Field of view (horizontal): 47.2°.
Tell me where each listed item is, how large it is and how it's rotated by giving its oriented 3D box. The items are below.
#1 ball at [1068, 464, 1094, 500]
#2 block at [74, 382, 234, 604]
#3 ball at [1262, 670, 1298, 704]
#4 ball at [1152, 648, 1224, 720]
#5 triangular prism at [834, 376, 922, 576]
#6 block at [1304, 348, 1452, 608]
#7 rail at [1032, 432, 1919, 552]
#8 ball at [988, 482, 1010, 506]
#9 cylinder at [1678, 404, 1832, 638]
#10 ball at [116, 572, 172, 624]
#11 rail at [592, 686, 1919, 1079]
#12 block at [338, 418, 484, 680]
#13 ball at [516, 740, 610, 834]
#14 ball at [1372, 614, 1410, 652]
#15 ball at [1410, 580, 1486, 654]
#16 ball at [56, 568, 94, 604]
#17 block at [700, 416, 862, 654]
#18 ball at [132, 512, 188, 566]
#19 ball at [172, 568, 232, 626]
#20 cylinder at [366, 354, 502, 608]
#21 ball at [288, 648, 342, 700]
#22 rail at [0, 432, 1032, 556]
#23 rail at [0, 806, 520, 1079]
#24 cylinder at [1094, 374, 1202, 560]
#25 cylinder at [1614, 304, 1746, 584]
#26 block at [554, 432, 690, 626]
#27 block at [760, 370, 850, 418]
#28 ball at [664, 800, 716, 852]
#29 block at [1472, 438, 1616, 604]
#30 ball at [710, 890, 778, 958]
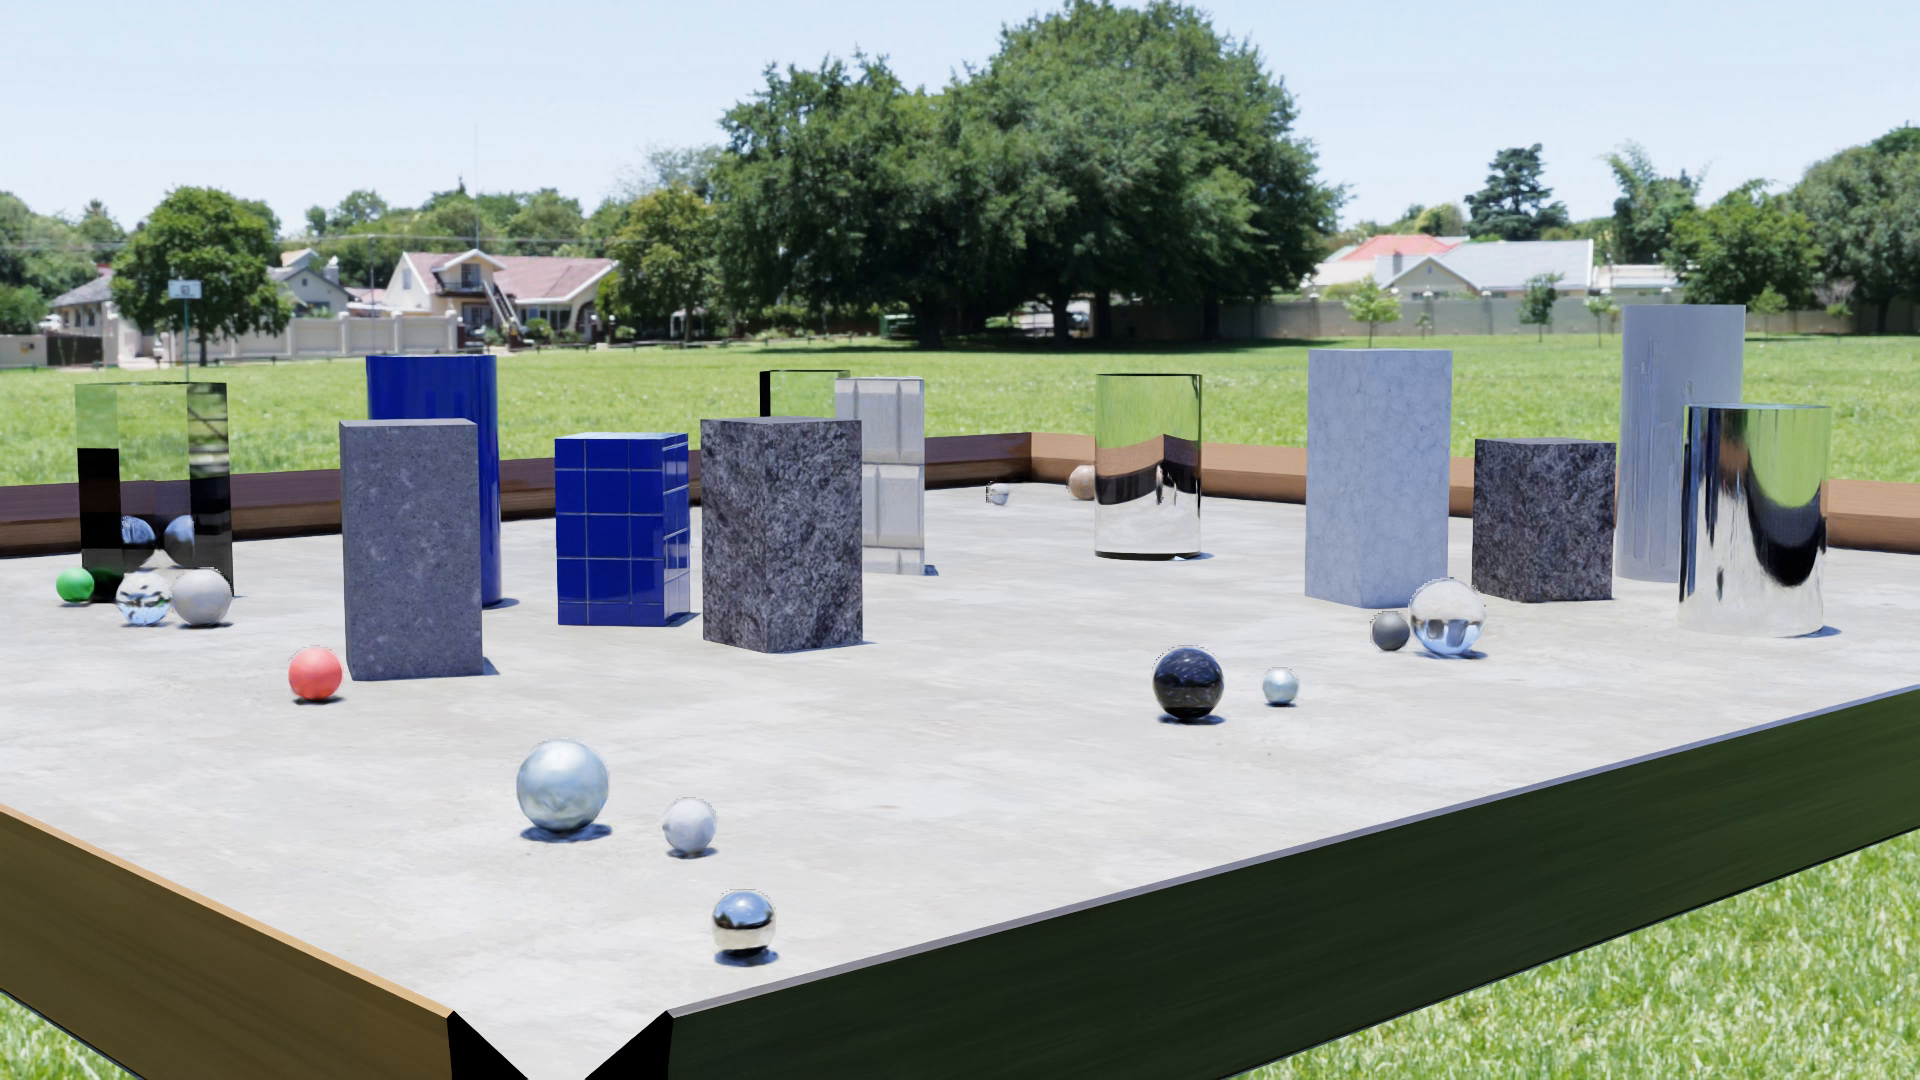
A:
[{"bbox_3d":[0.295,-0.134,5.124,0.083,0.083,0.083,0,6,0],"label":"ball"},{"bbox_3d":[-1.233,-0.074,3.371,0.154,0.331,0.154,3,7,25],"label":"block"},{"bbox_3d":[0.361,0.166,2.480,0.040,0.040,0.040,0,6,0],"label":"ball"},{"bbox_3d":[0.248,0.156,2.390,0.078,0.078,0.078,0,6,0],"label":"ball"},{"bbox_3d":[-0.107,-0.114,3.766,0.167,0.328,0.145,3,7,25],"label":"triangular prism"},{"bbox_3d":[0.637,-0.099,3.358,0.154,0.383,0.154,-3,7,-24],"label":"block"},{"bbox_3d":[1.274,-0.090,4.501,0.045,0.125,3.261,-6,8,-42],"label":"rail"},{"bbox_3d":[0.089,-0.104,4.985,0.053,0.053,0.053,0,6,0],"label":"ball"},{"bbox_3d":[1.106,-0.032,3.067,0.193,0.310,0.193,0,6,0],"label":"cylinder"},{"bbox_3d":[-1.153,0.082,3.110,0.076,0.076,0.076,0,6,0],"label":"ball"},{"bbox_3d":[1.090,0.156,2.158,3.515,0.125,0.045,-6,8,-42],"label":"rail"},{"bbox_3d":[-0.680,0.007,2.721,0.154,0.306,0.154,-2,6,-18],"label":"block"},{"bbox_3d":[-0.339,0.210,1.874,0.079,0.079,0.079,0,6,0],"label":"ball"},{"bbox_3d":[0.562,0.120,2.868,0.050,0.050,0.050,0,6,0],"label":"ball"},{"bbox_3d":[0.630,0.100,2.841,0.096,0.096,0.096,0,6,0],"label":"ball"},{"bbox_3d":[-1.333,0.068,3.315,0.054,0.054,0.054,0,6,0],"label":"ball"},{"bbox_3d":[-0.239,-0.012,2.941,0.154,0.298,0.154,-5,8,-39],"label":"block"},{"bbox_3d":[-1.394,-0.002,3.830,0.092,0.092,0.092,0,6,0],"label":"ball"},{"bbox_3d":[-1.069,0.081,3.101,0.080,0.080,0.080,0,6,0],"label":"ball"},{"bbox_3d":[-0.793,-0.091,3.321,0.193,0.375,0.193,0,6,0],"label":"cylinder"},{"bbox_3d":[-0.735,0.153,2.506,0.060,0.060,0.060,0,6,0],"label":"ball"},{"bbox_3d":[-1.090,-0.091,4.506,3.515,0.125,0.045,-6,8,-42],"label":"rail"},{"bbox_3d":[-1.274,0.155,2.163,0.045,0.125,3.261,-6,8,-42],"label":"rail"},{"bbox_3d":[0.340,-0.135,3.977,0.193,0.326,0.193,0,6,0],"label":"cylinder"},{"bbox_3d":[1.194,-0.164,3.650,0.193,0.451,0.193,0,6,0],"label":"cylinder"},{"bbox_3d":[-0.482,-0.018,3.159,0.154,0.264,0.154,1,6,7],"label":"block"},{"bbox_3d":[-0.308,-0.177,4.400,0.154,0.322,0.154,1,6,7],"label":"block"},{"bbox_3d":[-0.222,0.235,1.806,0.043,0.043,0.043,0,6,0],"label":"ball"},{"bbox_3d":[0.906,-0.034,3.421,0.154,0.241,0.154,-2,6,-17],"label":"block"},{"bbox_3d":[-0.149,0.264,1.513,0.046,0.046,0.046,0,6,0],"label":"ball"}]
